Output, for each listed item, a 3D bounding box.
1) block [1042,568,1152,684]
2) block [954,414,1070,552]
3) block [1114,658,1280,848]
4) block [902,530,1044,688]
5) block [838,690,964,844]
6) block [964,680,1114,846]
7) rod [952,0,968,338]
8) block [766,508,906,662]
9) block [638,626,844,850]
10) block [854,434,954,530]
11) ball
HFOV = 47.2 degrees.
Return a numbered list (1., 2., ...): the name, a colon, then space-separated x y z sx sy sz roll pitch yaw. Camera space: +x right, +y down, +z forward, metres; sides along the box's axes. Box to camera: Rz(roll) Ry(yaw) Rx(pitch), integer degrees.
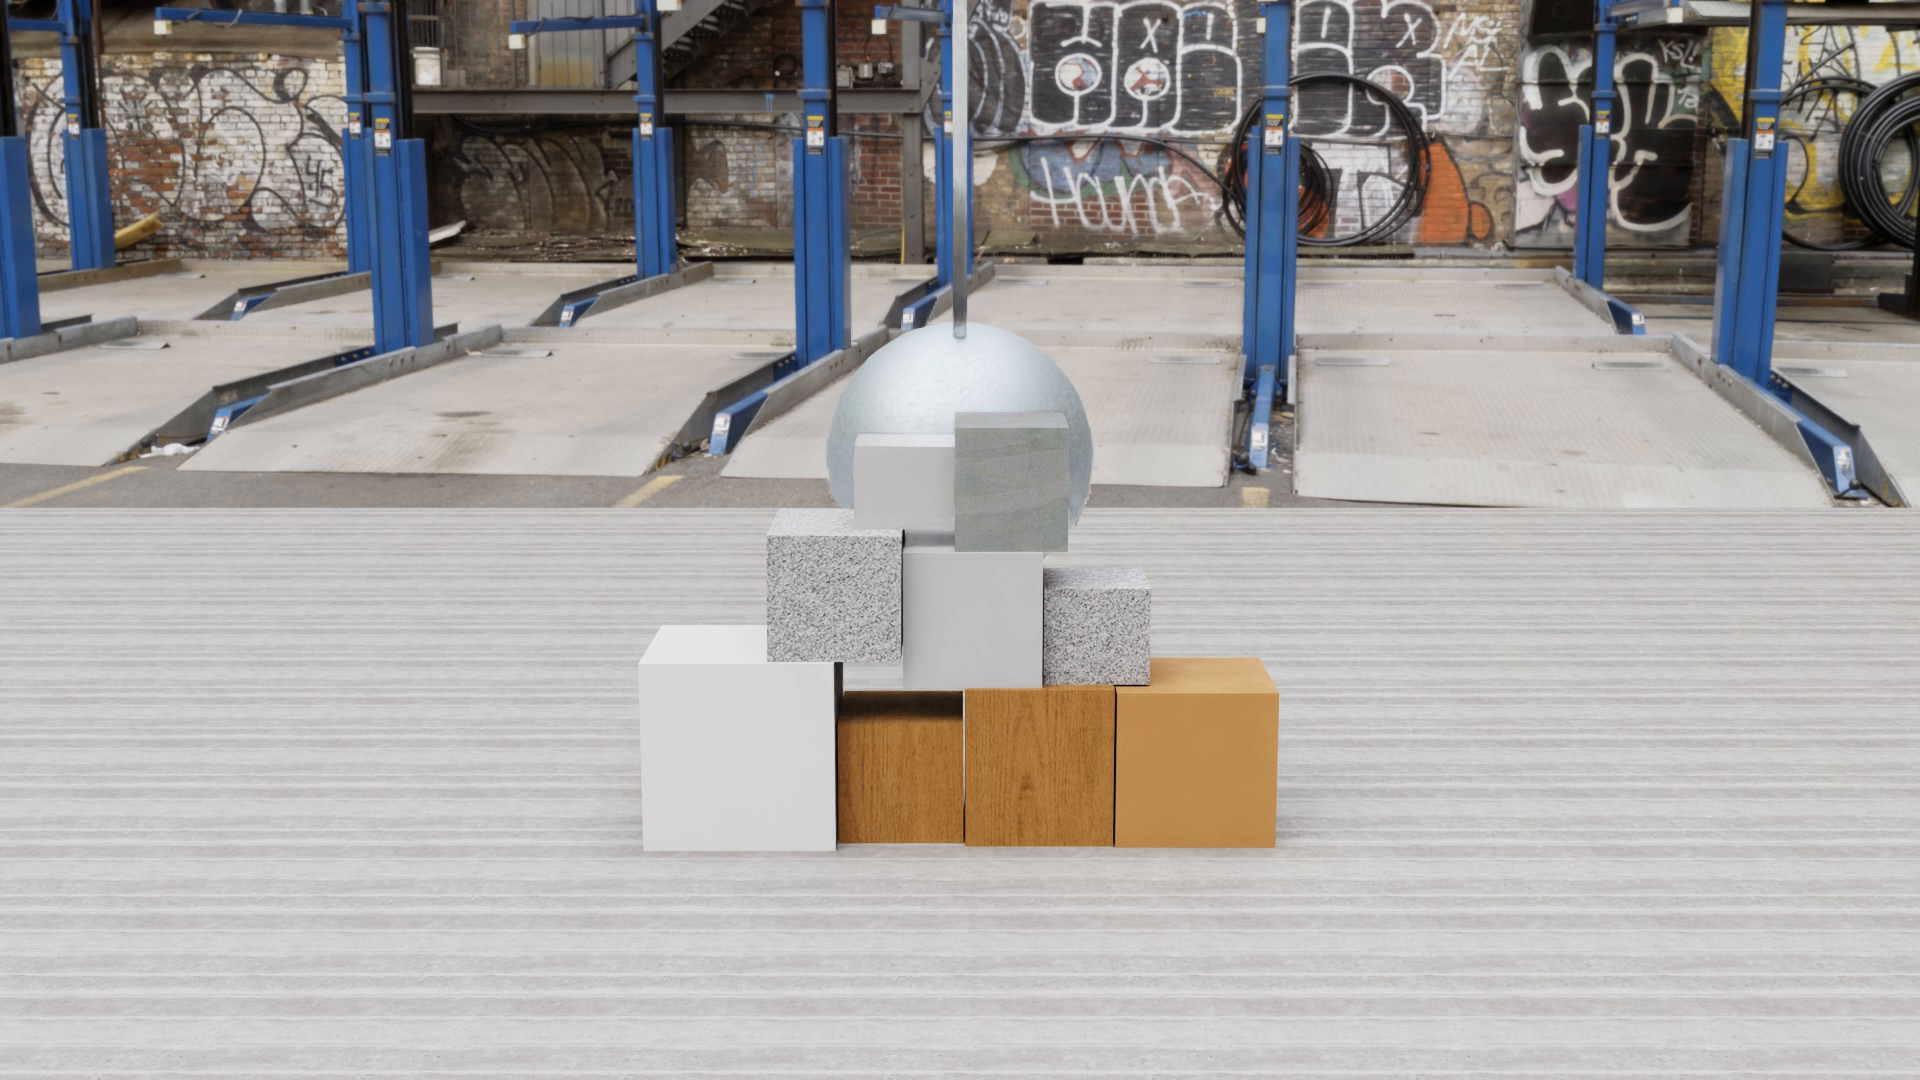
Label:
1. block: 0.687 0.436 11.275 0.533 0.491 0.552 0 10 0
2. block: 0.254 -0.299 11.122 0.560 0.617 0.601 0 10 0
3. block: 1.183 1.086 11.363 0.805 0.798 0.769 0 10 0
4. block: 0.064 0.341 11.248 0.693 0.686 0.683 0 10 0
5. block: -0.298 1.167 11.407 0.629 0.622 0.681 0 10 0
6. block: 0.398 1.075 11.389 0.744 0.809 0.786 0 10 0
7. rod: 0.000 -3.435 11.469 0.080 5.200 0.080 0 31 0
8. block: -0.620 0.221 11.204 0.661 0.632 0.794 1 10 0
9. block: -1.104 1.005 11.350 0.962 0.962 0.875 0 10 0
10. block: -0.277 -0.298 11.141 0.499 0.417 0.449 1 10 0
11. ball: 0.000 -0.506 13.197 1.600 1.600 1.600 0 10 0
